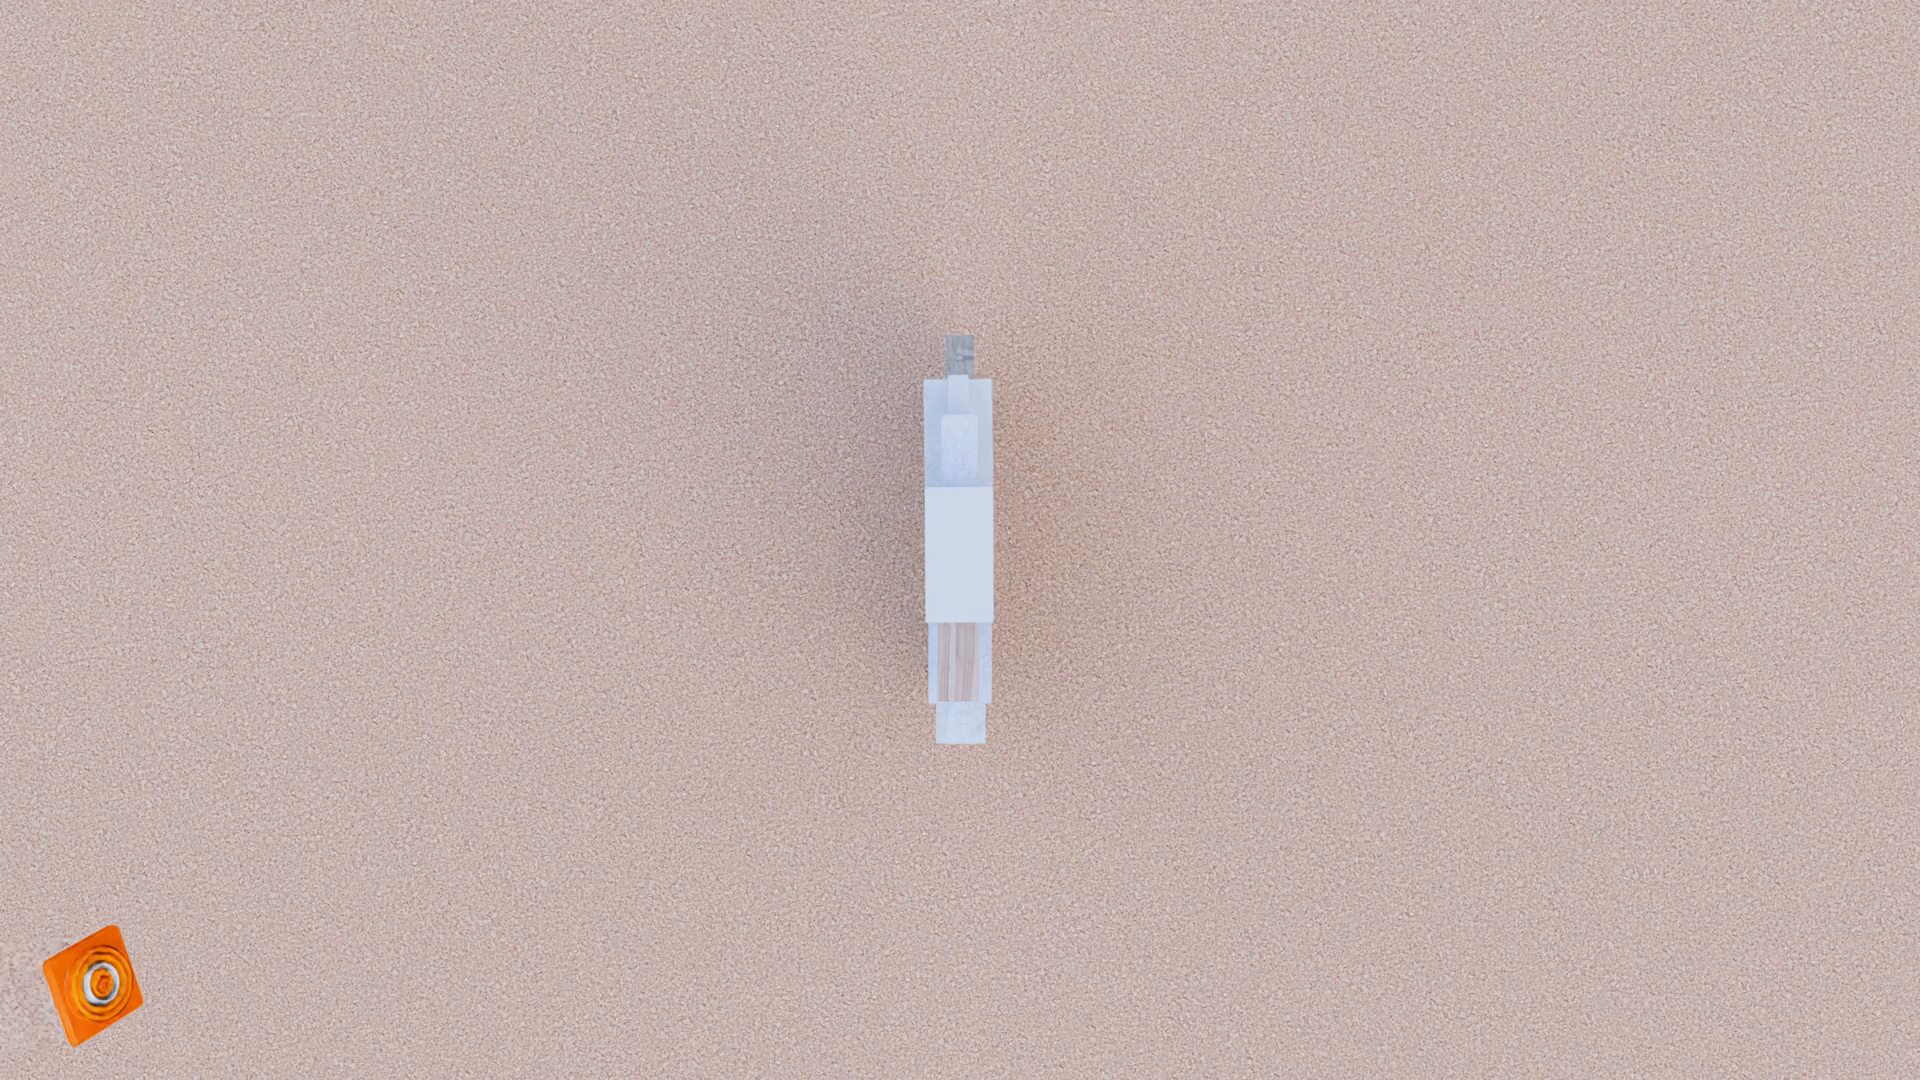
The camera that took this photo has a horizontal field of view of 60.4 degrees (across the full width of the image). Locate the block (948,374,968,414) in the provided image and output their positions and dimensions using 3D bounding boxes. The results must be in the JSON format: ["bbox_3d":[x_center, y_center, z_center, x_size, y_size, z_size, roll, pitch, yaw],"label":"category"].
[{"bbox_3d":[-0.004,-0.350,3.994,0.048,0.014,0.096,-1,90,0],"label":"block"}]

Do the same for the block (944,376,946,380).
[{"bbox_3d":[-0.005,-0.385,4.722,0.084,0.024,0.167,0,90,0],"label":"block"}]

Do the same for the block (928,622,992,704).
[{"bbox_3d":[0.001,0.261,4.301,0.163,0.046,0.327,0,90,0],"label":"block"}]

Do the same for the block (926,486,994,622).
[{"bbox_3d":[-0.001,0.033,3.768,0.154,0.044,0.308,0,90,0],"label":"block"}]

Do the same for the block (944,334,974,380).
[{"bbox_3d":[-0.001,-0.484,4.539,0.080,0.023,0.159,-1,90,0],"label":"block"}]

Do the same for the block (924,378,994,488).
[{"bbox_3d":[-0.004,-0.230,4.121,0.169,0.048,0.338,-1,90,0],"label":"block"}]

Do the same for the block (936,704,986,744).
[{"bbox_3d":[0.003,0.461,4.958,0.148,0.042,0.295,0,91,0],"label":"block"}]

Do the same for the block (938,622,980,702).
[{"bbox_3d":[-0.004,0.295,4.060,0.102,0.029,0.203,0,90,0],"label":"block"}]

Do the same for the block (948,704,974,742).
[{"bbox_3d":[0.002,0.499,4.639,0.067,0.019,0.133,2,91,0],"label":"block"}]

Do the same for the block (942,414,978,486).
[{"bbox_3d":[-0.001,-0.210,3.912,0.086,0.024,0.173,0,90,0],"label":"block"}]
